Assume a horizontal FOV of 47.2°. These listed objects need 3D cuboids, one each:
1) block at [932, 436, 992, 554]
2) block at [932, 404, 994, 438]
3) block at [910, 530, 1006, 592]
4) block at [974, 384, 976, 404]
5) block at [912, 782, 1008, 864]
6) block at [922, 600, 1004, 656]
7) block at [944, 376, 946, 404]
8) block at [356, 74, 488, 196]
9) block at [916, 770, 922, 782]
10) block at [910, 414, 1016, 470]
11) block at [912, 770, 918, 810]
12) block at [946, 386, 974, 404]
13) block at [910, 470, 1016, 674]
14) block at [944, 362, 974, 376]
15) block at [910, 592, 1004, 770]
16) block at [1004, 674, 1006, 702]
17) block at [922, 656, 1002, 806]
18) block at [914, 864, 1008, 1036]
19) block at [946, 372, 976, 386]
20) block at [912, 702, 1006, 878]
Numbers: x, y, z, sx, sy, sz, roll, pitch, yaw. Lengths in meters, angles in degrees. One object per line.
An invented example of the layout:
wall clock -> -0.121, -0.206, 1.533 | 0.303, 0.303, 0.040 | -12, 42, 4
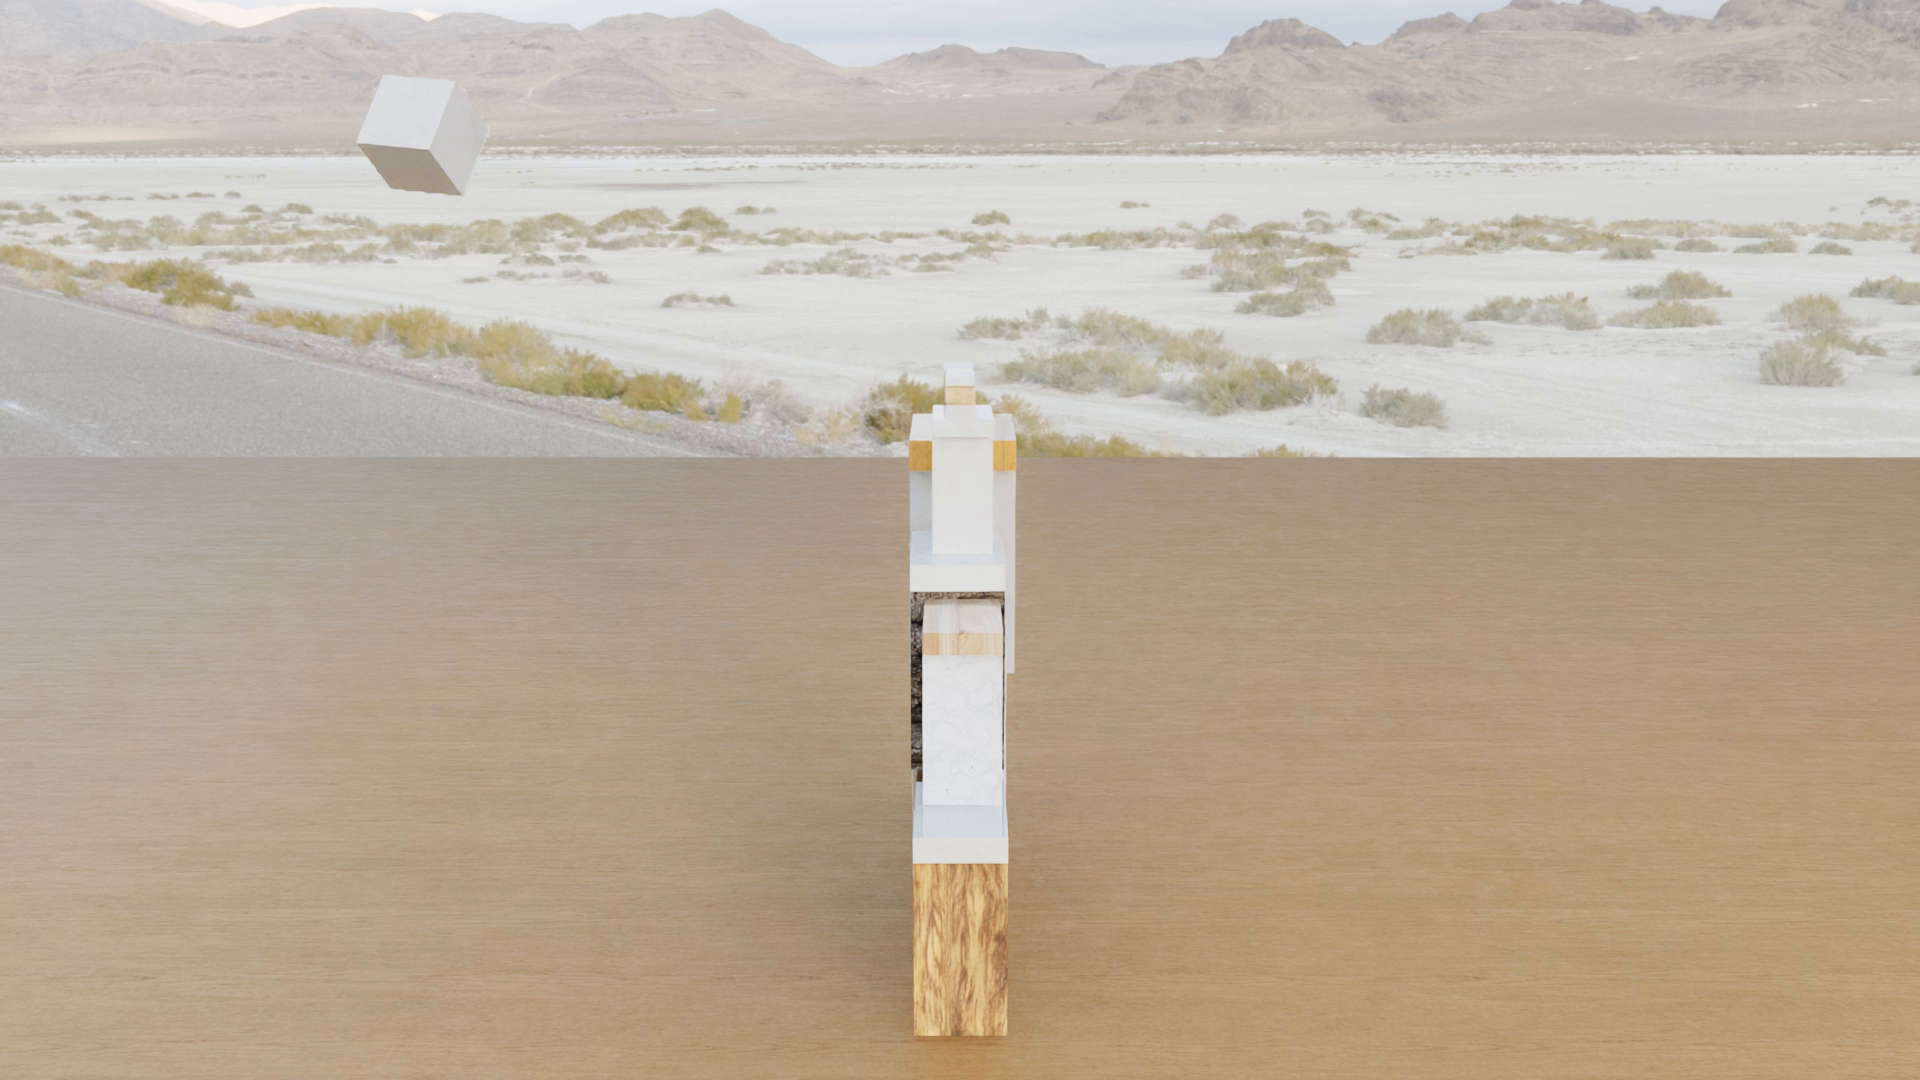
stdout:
block -> 0.004, -0.071, 3.381 | 0.093, 0.185, 0.026 | 0, 11, 0
block -> 0.004, -0.186, 3.423 | 0.093, 0.026, 0.185 | 0, 11, -1
block -> -0.005, 0.031, 3.451 | 0.144, 0.041, 0.287 | 0, 11, 0
block -> 0.004, -0.214, 3.596 | 0.047, 0.094, 0.013 | 0, 11, 0
block -> 0.001, 0.402, 3.145 | 0.131, 0.037, 0.262 | 0, 11, 0
block -> 0.004, 0.125, 3.203 | 0.113, 0.032, 0.227 | 0, 11, 0
block -> -0.002, -0.223, 3.632 | 0.049, 0.097, 0.014 | 0, 11, 0
block -> -1.439, -1.084, 5.895 | 0.218, 0.218, 0.218 | 8, -23, 16
block -> -0.005, 0.371, 3.403 | 0.123, 0.035, 0.247 | 0, 11, 0
block -> 0.004, -0.169, 3.742 | 0.174, 0.049, 0.347 | 0, 11, 0
block -> -0.006, 0.237, 3.587 | 0.144, 0.412, 0.041 | 0, 11, 0
block -> 0.000, -0.130, 3.548 | 0.047, 0.242, 0.013 | 0, 11, 0
block -> 0.004, 0.047, 3.664 | 0.174, 0.347, 0.049 | 0, 11, 0
block -> -0.003, -0.283, 3.654 | 0.049, 0.014, 0.097 | 0, 11, 0
block -> -0.004, 0.210, 3.387 | 0.144, 0.287, 0.041 | 0, 11, 0
block -> -0.001, 0.220, 3.810 | 0.158, 0.045, 0.316 | 0, 11, 0
block -> 0.004, 0.267, 3.152 | 0.113, 0.227, 0.032 | 0, 11, 0
block -> 0.001, 0.565, 3.087 | 0.131, 0.262, 0.037 | 0, 11, 0
block -> 0.001, -0.261, 3.555 | 0.047, 0.013, 0.094 | 0, 11, 1
block -> -0.001, 0.416, 3.740 | 0.158, 0.316, 0.045 | 0, 11, 0
